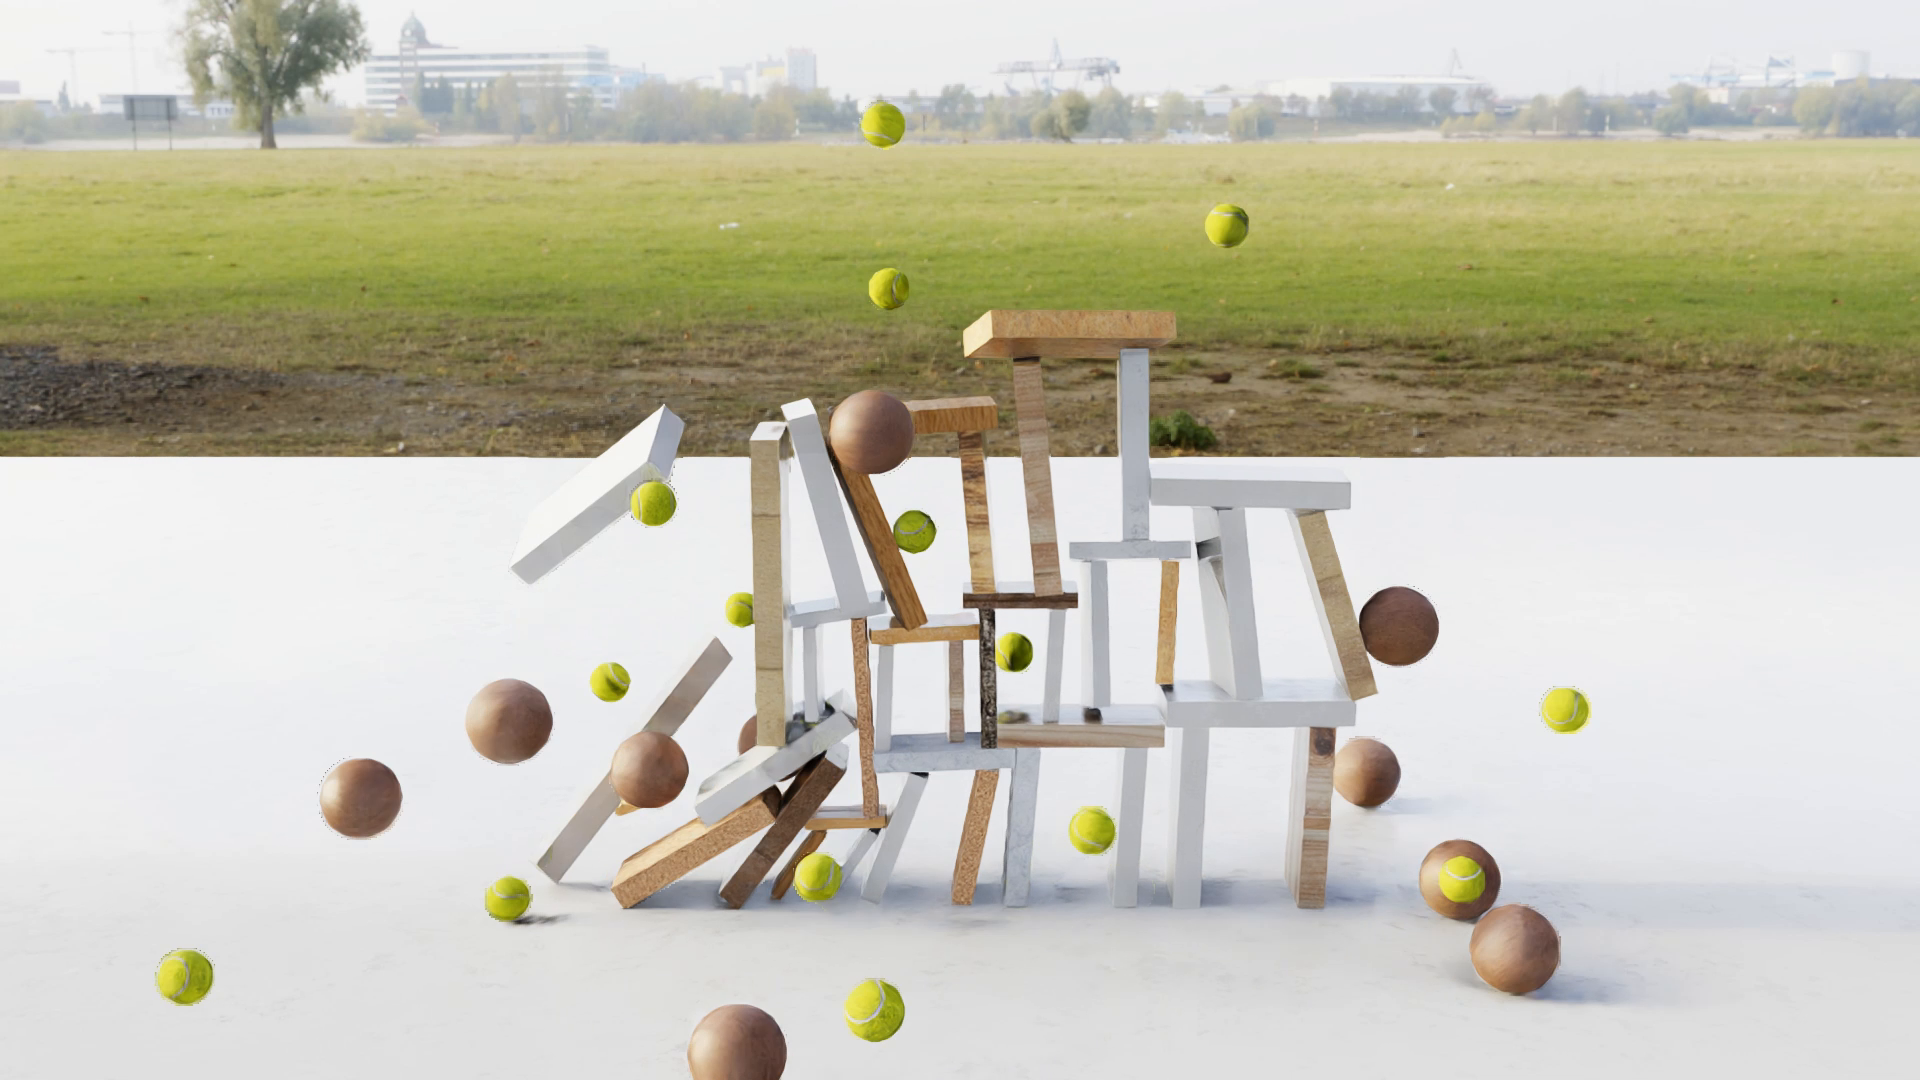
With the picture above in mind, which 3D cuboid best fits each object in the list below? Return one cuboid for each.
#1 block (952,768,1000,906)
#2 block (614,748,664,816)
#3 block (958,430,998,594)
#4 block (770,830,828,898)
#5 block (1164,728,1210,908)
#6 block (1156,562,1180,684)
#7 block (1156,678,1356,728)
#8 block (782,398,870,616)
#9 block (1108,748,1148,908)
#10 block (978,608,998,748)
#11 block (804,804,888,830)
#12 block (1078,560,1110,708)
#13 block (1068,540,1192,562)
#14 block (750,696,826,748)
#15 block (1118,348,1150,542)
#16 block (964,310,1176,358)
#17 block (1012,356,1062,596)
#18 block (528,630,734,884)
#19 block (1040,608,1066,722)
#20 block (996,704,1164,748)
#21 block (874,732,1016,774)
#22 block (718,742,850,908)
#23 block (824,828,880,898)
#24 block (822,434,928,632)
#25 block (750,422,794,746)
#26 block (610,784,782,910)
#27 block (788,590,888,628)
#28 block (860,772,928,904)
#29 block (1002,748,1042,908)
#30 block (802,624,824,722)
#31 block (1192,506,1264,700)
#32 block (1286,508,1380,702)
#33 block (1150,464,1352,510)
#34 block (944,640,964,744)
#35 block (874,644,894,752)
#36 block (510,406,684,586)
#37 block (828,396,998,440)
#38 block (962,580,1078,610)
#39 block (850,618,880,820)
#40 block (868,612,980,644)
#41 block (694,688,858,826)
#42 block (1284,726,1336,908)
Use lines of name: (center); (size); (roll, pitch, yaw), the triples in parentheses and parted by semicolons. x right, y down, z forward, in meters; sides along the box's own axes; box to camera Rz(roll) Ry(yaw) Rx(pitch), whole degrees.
block: (0.026, 0.476, 3.649); (0.033, 0.230, 0.115); (12, 10, -2)
block: (-0.586, 0.432, 4.012); (0.080, 0.023, 0.159); (-21, 33, 10)
block: (0.030, -0.055, 3.552); (0.037, 0.264, 0.132); (-5, 10, 4)
block: (-0.266, 0.530, 3.663); (0.019, 0.134, 0.067); (35, 9, -5)
block: (0.375, 0.439, 3.644); (0.043, 0.305, 0.153); (2, 11, 0)
block: (0.341, 0.135, 3.615); (0.028, 0.199, 0.099); (3, -1, 6)
block: (0.484, 0.267, 3.613); (0.305, 0.043, 0.153); (0, 11, -1)
block: (-0.215, -0.055, 3.525); (0.046, 0.325, 0.162); (-16, 13, -5)
block: (0.277, 0.457, 3.646); (0.038, 0.269, 0.135); (3, 10, -1)
block: (0.045, 0.216, 3.597); (0.026, 0.232, 0.093); (-1, 10, 0)
block: (-0.188, 0.460, 3.650); (0.134, 0.019, 0.067); (-2, 11, 0)
block: (0.221, 0.154, 3.620); (0.028, 0.240, 0.099); (-1, -3, -8)
block: (0.279, 0.019, 3.624); (0.199, 0.028, 0.099); (-1, -4, 3)
block: (-0.345, 0.367, 4.438); (0.159, 0.080, 0.023); (-20, 54, -37)
block: (0.286, -0.150, 3.633); (0.044, 0.310, 0.155); (0, -4, 2)
block: (0.176, -0.332, 3.560); (0.310, 0.044, 0.155); (-1, -7, -16)
block: (0.125, -0.105, 3.537); (0.044, 0.365, 0.155); (-6, 10, 3)
block: (-0.560, 0.370, 3.763); (0.023, 0.492, 0.080); (25, -21, 32)
block: (0.152, 0.194, 3.592); (0.026, 0.186, 0.093); (3, 10, -1)
block: (0.196, 0.305, 3.617); (0.269, 0.038, 0.135); (0, 11, 0)
block: (-0.025, 0.349, 3.625); (0.230, 0.033, 0.115); (-2, 11, 0)
block: (-0.290, 0.464, 3.643); (0.041, 0.292, 0.146); (37, 8, -7)
block: (-0.179, 0.530, 3.663); (0.019, 0.134, 0.067); (35, 10, -4)
block: (-0.138, -0.017, 3.554); (0.037, 0.321, 0.132); (-24, 15, -7)
block: (-0.305, 0.070, 3.580); (0.046, 0.504, 0.162); (0, 13, 1)
block: (-0.435, 0.500, 3.648); (0.292, 0.041, 0.146); (-31, 9, 5)
block: (-0.199, 0.112, 3.577); (0.157, 0.022, 0.078); (-9, 12, -3)
block: (-0.108, 0.479, 3.649); (0.033, 0.230, 0.115); (21, 10, -4)
block: (0.101, 0.456, 3.645); (0.038, 0.269, 0.135); (4, 10, -1)
block: (-0.238, 0.211, 3.579); (0.022, 0.157, 0.078); (0, 12, 4)
block: (0.435, 0.089, 3.583); (0.044, 0.313, 0.157); (-9, 12, -8)
block: (0.603, 0.092, 3.580); (0.044, 0.313, 0.157); (-18, 10, 3)
block: (0.463, -0.087, 3.547); (0.313, 0.044, 0.157); (1, 10, 2)
block: (-0.010, 0.239, 3.639); (0.025, 0.175, 0.088); (-2, 11, -6)
block: (-0.123, 0.249, 3.606); (0.025, 0.176, 0.088); (2, 11, -1)
block: (-0.584, -0.071, 3.539); (0.325, 0.046, 0.162); (-35, 26, 25)
block: (-0.077, -0.196, 3.515); (0.264, 0.037, 0.132); (-4, 11, -3)
block: (0.097, 0.089, 3.573); (0.186, 0.026, 0.093); (0, 10, 0)
block: (-0.155, 0.285, 3.607); (0.022, 0.336, 0.078); (-3, 12, 0)
block: (-0.061, 0.145, 3.602); (0.175, 0.025, 0.088); (-3, 11, -5)
block: (-0.303, 0.358, 3.637); (0.292, 0.041, 0.146); (-34, 9, 4)
block: (0.580, 0.439, 3.645); (0.043, 0.305, 0.153); (2, 11, 0)
